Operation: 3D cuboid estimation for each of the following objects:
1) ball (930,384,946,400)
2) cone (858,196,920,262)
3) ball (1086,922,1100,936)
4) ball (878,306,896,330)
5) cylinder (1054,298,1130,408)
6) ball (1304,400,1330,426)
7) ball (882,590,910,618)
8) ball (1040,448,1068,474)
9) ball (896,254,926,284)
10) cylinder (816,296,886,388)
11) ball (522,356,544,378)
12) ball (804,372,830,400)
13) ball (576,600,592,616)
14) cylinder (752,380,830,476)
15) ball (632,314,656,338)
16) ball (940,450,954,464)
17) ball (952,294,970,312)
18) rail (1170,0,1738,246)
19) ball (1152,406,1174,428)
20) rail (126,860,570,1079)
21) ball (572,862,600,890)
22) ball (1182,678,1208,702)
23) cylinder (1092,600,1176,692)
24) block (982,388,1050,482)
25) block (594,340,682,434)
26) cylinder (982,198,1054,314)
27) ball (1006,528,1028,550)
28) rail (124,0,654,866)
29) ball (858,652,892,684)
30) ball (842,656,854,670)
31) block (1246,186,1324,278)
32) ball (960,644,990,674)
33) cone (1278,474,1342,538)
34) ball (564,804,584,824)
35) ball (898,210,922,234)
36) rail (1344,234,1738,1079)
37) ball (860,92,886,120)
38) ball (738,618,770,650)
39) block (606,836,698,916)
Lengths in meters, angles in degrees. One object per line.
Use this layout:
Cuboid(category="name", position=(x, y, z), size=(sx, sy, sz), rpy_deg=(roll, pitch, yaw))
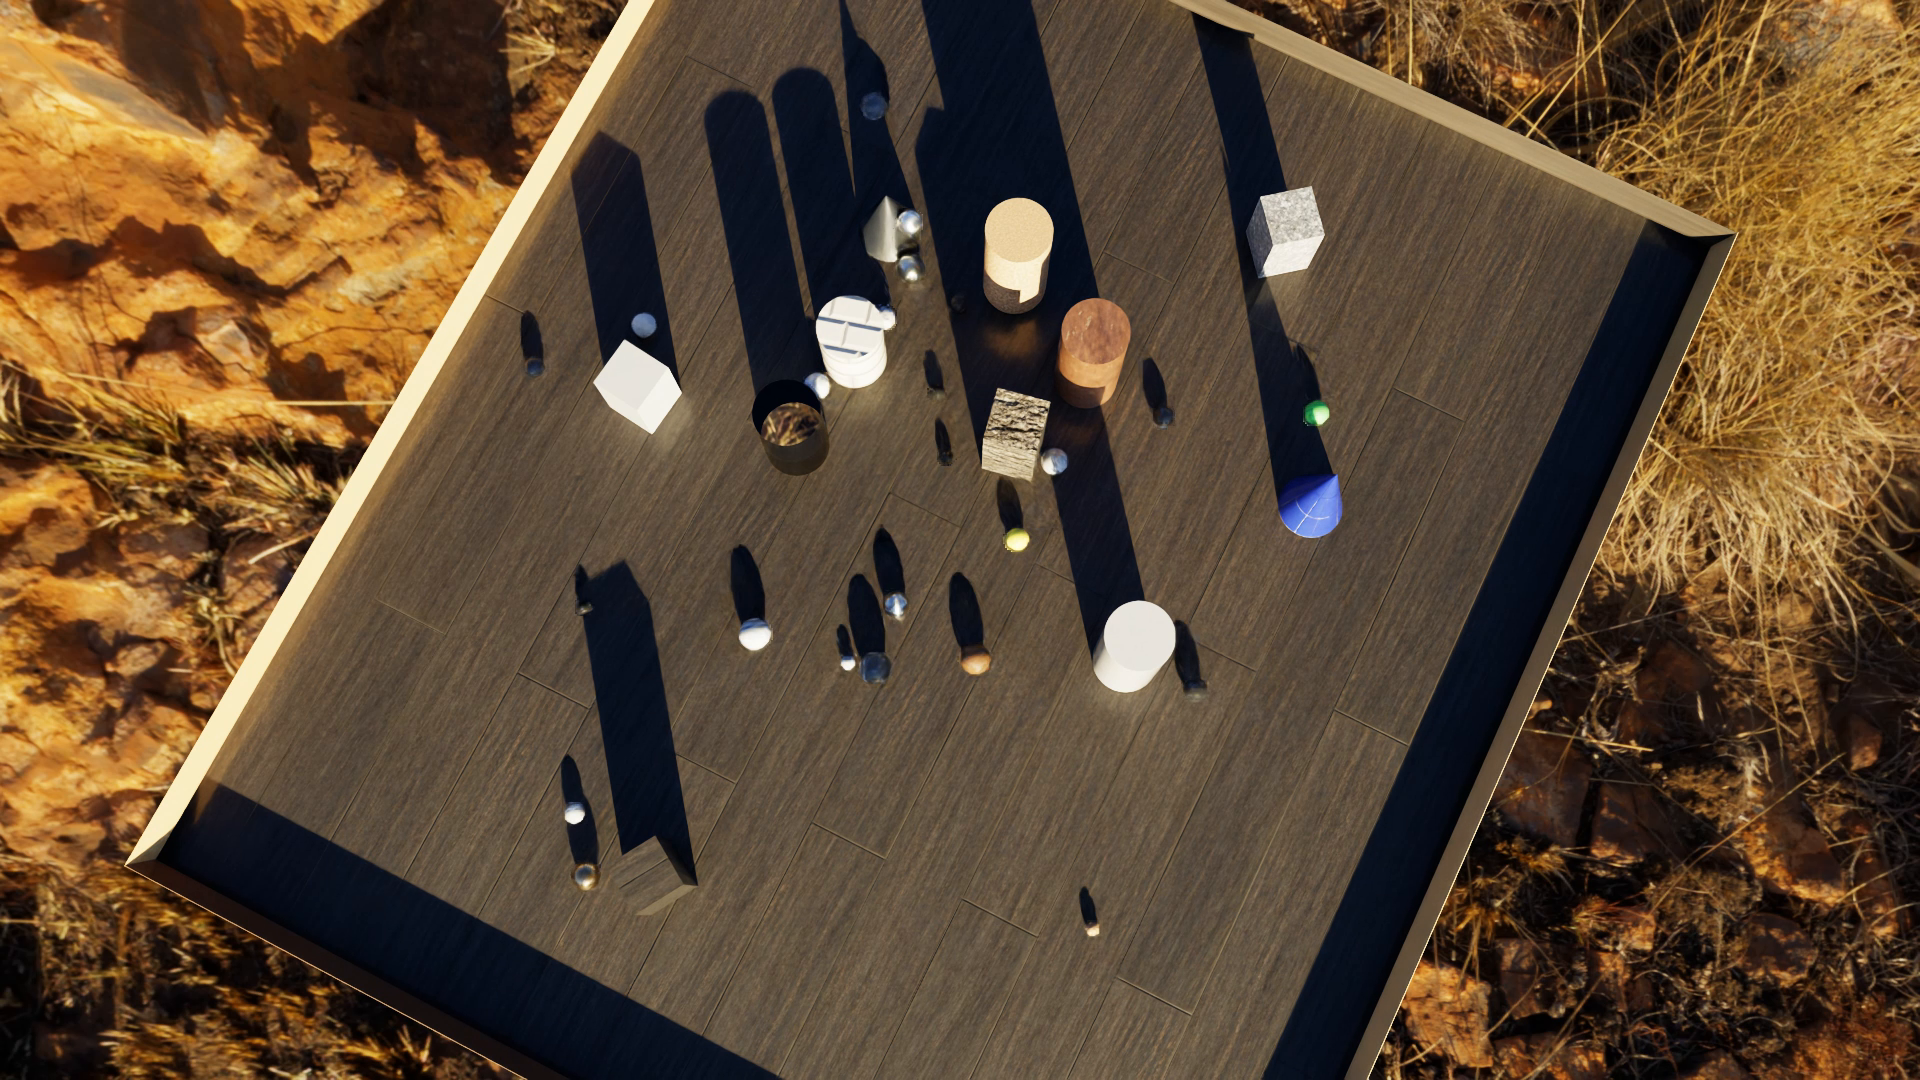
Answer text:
Cuboid(category="ball", position=(-0.069, -0.457, 5.686), size=(0.050, 0.050, 0.050), rpy_deg=(0, 78, 0))
Cuboid(category="cone", position=(-0.223, -1.009, 5.671), size=(0.200, 0.302, 0.200), rpy_deg=(0, 78, 0))
Cuboid(category="ball", position=(0.388, 1.137, 5.360), size=(0.041, 0.041, 0.041), rpy_deg=(0, 78, 0))
Cuboid(category="ball", position=(-0.237, -0.693, 5.723), size=(0.072, 0.072, 0.072), rpy_deg=(0, 78, 0))
Cuboid(category="cylinder", position=(0.391, -0.553, 5.495), size=(0.200, 0.463, 0.200), rpy_deg=(0, 78, 0))
Cuboid(category="ball", position=(1.101, -0.393, 5.659), size=(0.076, 0.076, 0.076), rpy_deg=(0, 78, 0))
Cuboid(category="ball", position=(-0.193, 0.194, 5.535), size=(0.082, 0.082, 0.082), rpy_deg=(0, 78, 0))
Cuboid(category="ball", position=(0.290, -0.241, 5.624), size=(0.082, 0.082, 0.082), rpy_deg=(0, 78, 0))
Cuboid(category="ball", position=(-0.155, -0.852, 5.745), size=(0.093, 0.093, 0.093), rpy_deg=(0, 78, 0))
Cuboid(category="cylinder", position=(-0.328, -0.602, 5.588), size=(0.200, 0.300, 0.200), rpy_deg=(0, 78, 0))
Cuboid(category="ball", position=(-1.324, -0.537, 5.694), size=(0.066, 0.066, 0.066), rpy_deg=(0, 78, 0))
Cuboid(category="ball", position=(-0.444, -0.476, 5.673), size=(0.083, 0.083, 0.083), rpy_deg=(0, 78, 0))
Cuboid(category="ball", position=(-1.137, 0.204, 5.550), size=(0.047, 0.047, 0.047), rpy_deg=(0, 78, 0))
Cuboid(category="cylinder", position=(-0.504, -0.333, 5.497), size=(0.200, 0.369, 0.200), rpy_deg=(0, 78, 0))
Cuboid(category="ball", position=(-0.985, -0.670, 5.717), size=(0.076, 0.076, 0.076), rpy_deg=(0, 78, 0))
Cuboid(category="ball", position=(-0.042, -0.256, 5.648), size=(0.043, 0.043, 0.043), rpy_deg=(0, 78, 0))
Cuboid(category="ball", position=(0.000, -0.744, 5.742), size=(0.056, 0.056, 0.056), rpy_deg=(0, 78, 0))
Cuboid(category="rail", position=(0.859, -1.675, 5.896), size=(3.454, 0.130, 0.045), rpy_deg=(26, 80, 5))
Cuboid(category="ball", position=(0.628, -0.380, 5.661), size=(0.067, 0.067, 0.067), rpy_deg=(0, 78, 0))
Cuboid(category="rail", position=(-0.859, 1.689, 5.200), size=(3.454, 0.130, 0.045), rpy_deg=(26, 80, 5))
Cuboid(category="ball", position=(-1.096, 0.983, 5.370), size=(0.084, 0.084, 0.084), rpy_deg=(0, 78, 0))
Cuboid(category="ball", position=(0.704, 0.448, 5.486), size=(0.074, 0.074, 0.074), rpy_deg=(0, 78, 0))
Cuboid(category="cylinder", position=(0.499, 0.314, 5.314), size=(0.200, 0.466, 0.200), rpy_deg=(0, 78, 0))
Cuboid(category="block", position=(0.165, -0.312, 5.498), size=(0.160, 0.358, 0.160), rpy_deg=(15, 79, 3))
Cuboid(category="block", position=(-0.978, -0.463, 5.575), size=(0.160, 0.270, 0.160), rpy_deg=(33, 80, 6))
Cuboid(category="cylinder", position=(0.172, -0.855, 5.559), size=(0.200, 0.460, 0.200), rpy_deg=(0, 78, 0))
Cuboid(category="ball", position=(0.174, -0.004, 5.582), size=(0.070, 0.070, 0.070), rpy_deg=(0, 78, 0))
Cuboid(category="rail", position=(-1.523, -0.739, 5.702), size=(0.045, 0.130, 3.888), rpy_deg=(26, 80, 5))
Cuboid(category="ball", position=(-0.254, 0.384, 5.486), size=(0.100, 0.100, 0.100), rpy_deg=(0, 78, 0))
Cuboid(category="ball", position=(-0.337, 0.370, 5.519), size=(0.041, 0.041, 0.041), rpy_deg=(0, 78, 0))
Cuboid(category="block", position=(1.002, -0.948, 5.666), size=(0.160, 0.288, 0.160), rpy_deg=(-12, 79, -2))
Cuboid(category="ball", position=(0.046, 0.357, 5.496), size=(0.092, 0.092, 0.092), rpy_deg=(0, 78, 0))
Cuboid(category="cone", position=(1.078, -0.147, 5.438), size=(0.200, 0.409, 0.200), rpy_deg=(0, 78, 0))
Cuboid(category="ball", position=(-1.140, 0.809, 5.419), size=(0.059, 0.059, 0.059), rpy_deg=(0, 78, 0))
Cuboid(category="ball", position=(-0.155, -0.976, 5.625), size=(0.073, 0.073, 0.073), rpy_deg=(0, 78, 0))
Cuboid(category="rail", position=(1.523, 0.753, 5.394), size=(0.045, 0.130, 3.888), rpy_deg=(26, 80, 5))
Cuboid(category="ball", position=(-0.277, -1.388, 5.860), size=(0.086, 0.086, 0.086), rpy_deg=(0, 78, 0))
Cuboid(category="ball", position=(-0.618, 0.283, 5.510), size=(0.095, 0.095, 0.095), rpy_deg=(0, 78, 0))
Cuboid(category="block", position=(-0.883, 0.967, 5.269), size=(0.160, 0.288, 0.160), rpy_deg=(-31, 80, -6))
